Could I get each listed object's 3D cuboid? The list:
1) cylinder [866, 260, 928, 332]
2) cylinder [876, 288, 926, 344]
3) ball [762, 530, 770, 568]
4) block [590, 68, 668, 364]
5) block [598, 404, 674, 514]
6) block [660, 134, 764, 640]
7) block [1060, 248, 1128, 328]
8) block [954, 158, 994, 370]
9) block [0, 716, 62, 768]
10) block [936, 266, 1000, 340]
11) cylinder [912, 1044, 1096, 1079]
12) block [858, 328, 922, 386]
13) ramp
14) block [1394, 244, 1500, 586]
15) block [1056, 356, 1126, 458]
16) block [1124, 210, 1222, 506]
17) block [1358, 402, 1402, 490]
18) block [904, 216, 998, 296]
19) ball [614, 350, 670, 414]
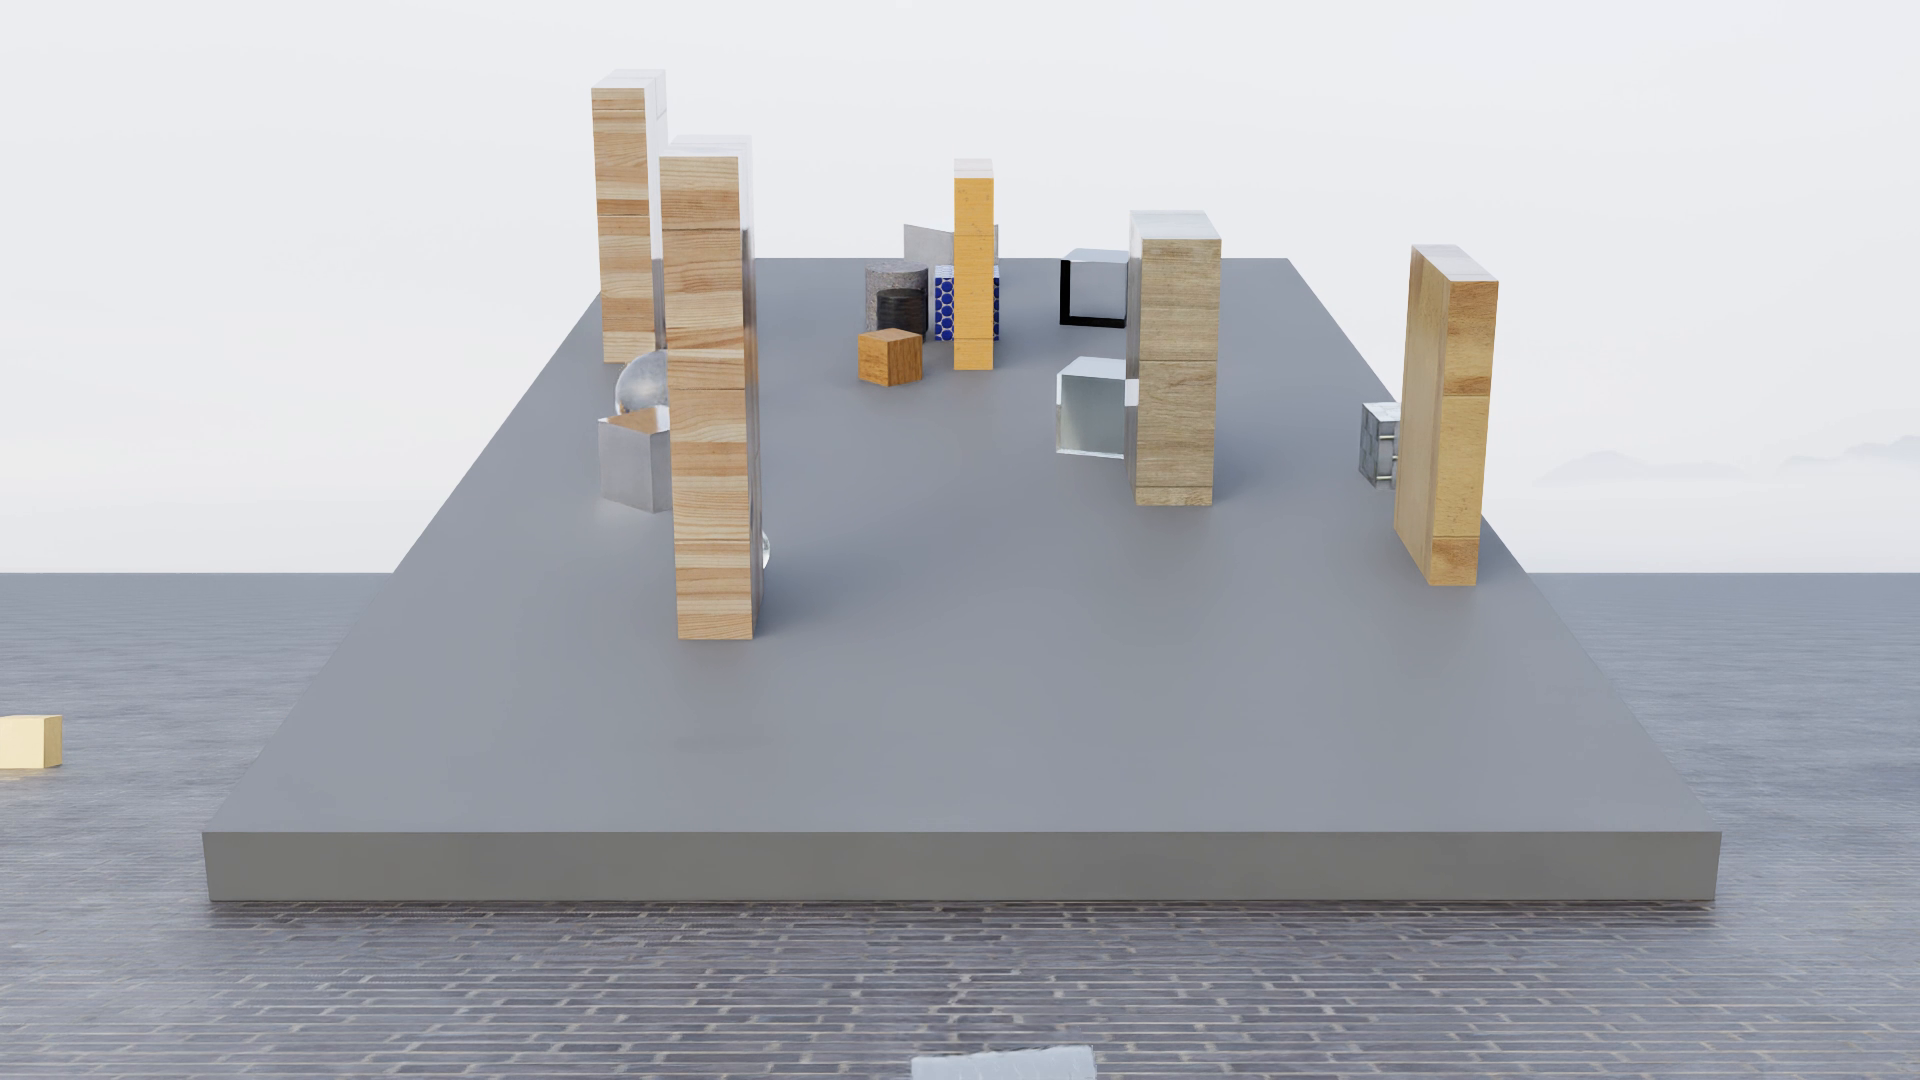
[{"bbox_3d":[-0.163,-0.628,5.792,0.163,0.163,0.163,0,18,0],"label":"cylinder"},{"bbox_3d":[-0.149,-0.563,5.658,0.124,0.124,0.124,0,18,0],"label":"cylinder"},{"bbox_3d":[-0.385,0.018,3.890,0.109,0.109,0.109,0,-1,0],"label":"ball"},{"bbox_3d":[-0.804,-0.809,5.540,0.125,0.662,0.407,0,18,0],"label":"block"},{"bbox_3d":[-0.590,-0.159,4.355,0.158,0.158,0.158,16,24,40],"label":"block"},{"bbox_3d":[-0.397,-0.247,3.620,0.120,0.780,0.240,0,18,0],"label":"block"},{"bbox_3d":[0.368,-0.664,5.893,0.172,0.172,0.172,5,19,15],"label":"block"},{"bbox_3d":[0.032,-0.678,5.466,0.094,0.461,0.313,0,18,0],"label":"block"},{"bbox_3d":[-2.072,0.448,4.975,0.109,0.109,0.109,0,-1,-1],"label":"block"},{"bbox_3d":[0.018,-0.609,5.738,0.162,0.162,0.162,0,18,0],"label":"block"},{"bbox_3d":[0.031,0.397,1.479,0.118,0.118,0.118,-4,-1,-2],"label":"cylinder"},{"bbox_3d":[-0.165,-0.432,5.280,0.107,0.107,0.107,-15,24,-39],"label":"block"},{"bbox_3d":[-0.003,-0.186,4.859,2.000,0.100,4.000,0,18,0],"label":"ramp"},{"bbox_3d":[0.855,-0.227,3.961,0.080,0.536,0.335,0,18,0],"label":"block"},{"bbox_3d":[0.309,-0.280,4.713,0.169,0.169,0.169,6,19,18],"label":"block"},{"bbox_3d":[0.414,-0.364,4.404,0.148,0.520,0.321,0,18,0],"label":"block"},{"bbox_3d":[0.890,-0.189,4.482,0.142,0.142,0.142,-1,18,-5],"label":"block"},{"bbox_3d":[-0.025,-0.792,6.260,0.187,0.187,0.187,-17,24,-41],"label":"block"},{"bbox_3d":[-0.624,-0.298,4.708,0.205,0.205,0.205,0,-1,0],"label":"ball"}]
